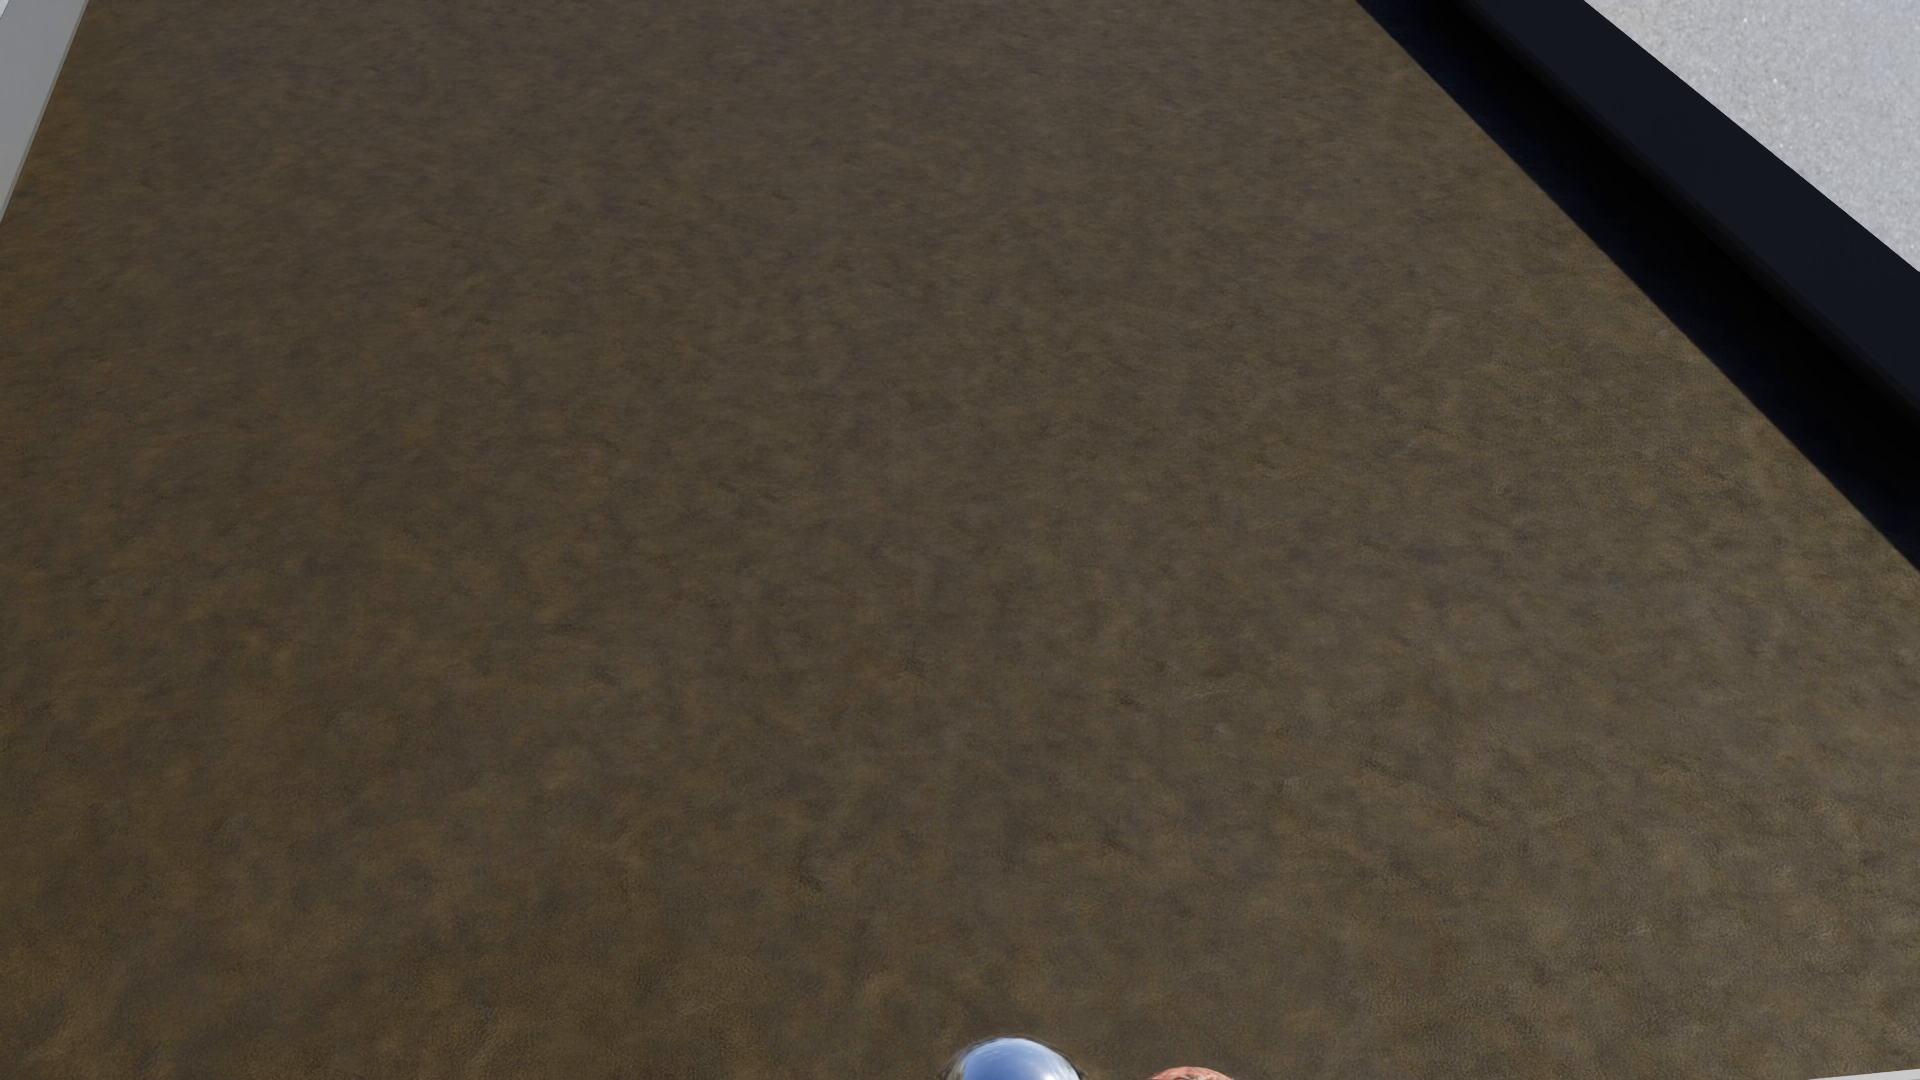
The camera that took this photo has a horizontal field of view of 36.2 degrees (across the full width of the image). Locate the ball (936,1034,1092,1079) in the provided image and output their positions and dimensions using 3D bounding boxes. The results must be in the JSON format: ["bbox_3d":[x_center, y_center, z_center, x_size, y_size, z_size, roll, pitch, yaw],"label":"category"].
[{"bbox_3d":[0.025,0.271,1.355,0.084,0.084,0.084,0,26,0],"label":"ball"}]

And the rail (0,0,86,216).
[{"bbox_3d":[-0.816,-0.290,2.456,0.045,0.109,2.920,-4,27,-8],"label":"rail"}]

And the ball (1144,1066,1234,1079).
[{"bbox_3d":[0.105,0.280,1.343,0.078,0.078,0.078,0,26,0],"label":"ball"}]

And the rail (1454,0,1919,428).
[{"bbox_3d":[0.593,-0.386,2.651,0.045,0.109,2.920,-4,27,-8],"label":"rail"}]

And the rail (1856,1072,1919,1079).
[{"bbox_3d":[0.108,0.292,1.282,1.473,0.109,0.045,-4,27,-8],"label":"rail"}]
